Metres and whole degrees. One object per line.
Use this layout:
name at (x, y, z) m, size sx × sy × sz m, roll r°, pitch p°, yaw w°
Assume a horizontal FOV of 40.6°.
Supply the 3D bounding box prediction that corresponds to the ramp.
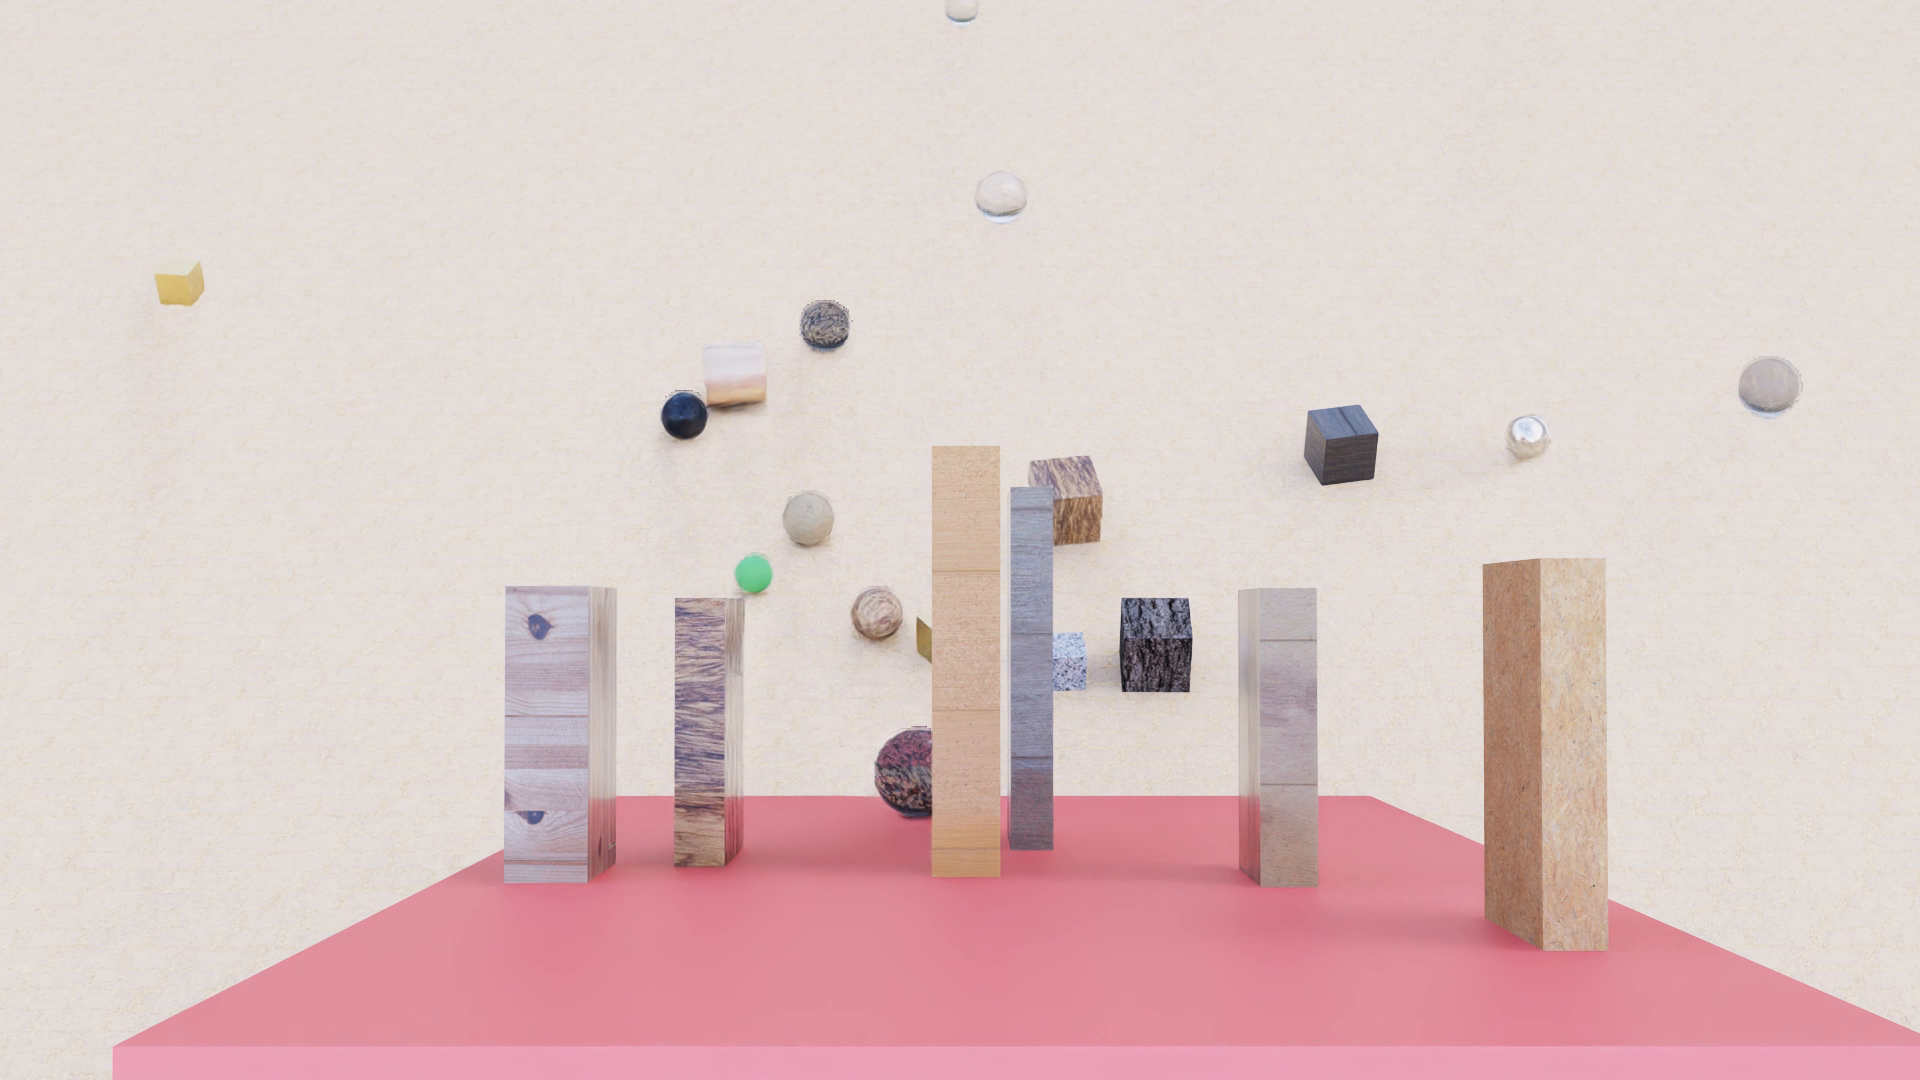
ramp at (0.077, 0.662, 4.825) m, size 2.000 × 0.100 × 4.000 m, roll 0°, pitch -2°, yaw 0°

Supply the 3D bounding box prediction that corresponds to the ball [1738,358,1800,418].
ball at (2.639, -0.496, 8.477) m, size 0.195 × 0.195 × 0.195 m, roll 0°, pitch 35°, yaw 0°

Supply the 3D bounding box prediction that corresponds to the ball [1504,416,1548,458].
ball at (1.807, -0.328, 8.286) m, size 0.138 × 0.138 × 0.138 m, roll 0°, pitch 35°, yaw 0°

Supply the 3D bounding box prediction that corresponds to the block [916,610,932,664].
block at (-0.035, 0.277, 7.423) m, size 0.128 × 0.128 × 0.128 m, roll -21°, pitch 40°, yaw -27°

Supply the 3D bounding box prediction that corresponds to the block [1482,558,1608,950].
block at (0.863, 0.307, 3.851) m, size 0.092 × 0.550 × 0.406 m, roll 0°, pitch -2°, yaw 0°

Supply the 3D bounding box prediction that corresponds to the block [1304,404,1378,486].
block at (1.205, -0.301, 8.215) m, size 0.173 × 0.173 × 0.173 m, roll -7°, pitch 35°, yaw -11°

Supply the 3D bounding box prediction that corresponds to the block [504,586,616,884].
block at (-0.730, 0.348, 4.771) m, size 0.147 × 0.523 × 0.378 m, roll 0°, pitch -2°, yaw 0°

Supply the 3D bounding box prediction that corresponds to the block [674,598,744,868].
block at (-0.488, 0.367, 5.084) m, size 0.094 × 0.504 × 0.429 m, roll 0°, pitch -2°, yaw 0°

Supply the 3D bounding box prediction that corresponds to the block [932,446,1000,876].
block at (0.011, 0.224, 4.871) m, size 0.124 × 0.778 × 0.359 m, roll 0°, pitch -2°, yaw 0°

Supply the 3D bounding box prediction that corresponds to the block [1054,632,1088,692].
block at (0.293, 0.344, 7.336) m, size 0.117 × 0.117 × 0.117 m, roll -2°, pitch 35°, yaw -3°

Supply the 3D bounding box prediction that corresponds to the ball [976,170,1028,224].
ball at (0.152, -1.264, 9.584) m, size 0.194 × 0.194 × 0.194 m, roll 0°, pitch 35°, yaw 0°

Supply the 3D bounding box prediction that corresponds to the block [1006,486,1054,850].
block at (0.145, 0.264, 5.424) m, size 0.086 × 0.731 × 0.396 m, roll 0°, pitch -2°, yaw 0°

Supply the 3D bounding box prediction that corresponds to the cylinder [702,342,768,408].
cylinder at (-0.740, -0.542, 8.536) m, size 0.198 × 0.198 × 0.198 m, roll -5°, pitch 35°, yaw -6°

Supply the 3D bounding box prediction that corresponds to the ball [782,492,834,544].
ball at (-0.460, -0.065, 7.889) m, size 0.158 × 0.158 × 0.158 m, roll 0°, pitch 35°, yaw 0°

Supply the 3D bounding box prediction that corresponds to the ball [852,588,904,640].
ball at (-0.239, 0.213, 7.494) m, size 0.151 × 0.151 × 0.151 m, roll 0°, pitch 35°, yaw 0°

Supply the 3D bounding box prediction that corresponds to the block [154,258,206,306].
block at (-2.744, -0.909, 9.138) m, size 0.120 × 0.120 × 0.120 m, roll 5°, pitch 35°, yaw 8°

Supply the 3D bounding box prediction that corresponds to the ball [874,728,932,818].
ball at (-0.099, 0.546, 6.085) m, size 0.207 × 0.207 × 0.207 m, roll 0°, pitch 35°, yaw 0°

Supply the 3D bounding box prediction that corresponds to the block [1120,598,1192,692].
block at (0.552, 0.296, 7.341) m, size 0.190 × 0.190 × 0.190 m, roll 0°, pitch 35°, yaw 0°

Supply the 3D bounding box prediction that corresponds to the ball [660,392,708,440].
ball at (-0.889, -0.400, 8.376) m, size 0.152 × 0.152 × 0.152 m, roll 0°, pitch 35°, yaw 0°

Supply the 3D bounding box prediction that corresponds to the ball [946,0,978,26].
ball at (0.008, -2.260, 11.061) m, size 0.144 × 0.144 × 0.144 m, roll 0°, pitch 35°, yaw 0°

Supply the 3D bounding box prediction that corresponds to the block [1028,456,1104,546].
block at (0.320, -0.117, 7.921) m, size 0.188 × 0.188 × 0.188 m, roll -6°, pitch 42°, yaw -9°

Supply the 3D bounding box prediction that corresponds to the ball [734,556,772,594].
ball at (-0.610, 0.101, 7.690) m, size 0.112 × 0.112 × 0.112 m, roll 0°, pitch 35°, yaw 0°

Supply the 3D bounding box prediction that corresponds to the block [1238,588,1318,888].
block at (0.571, 0.348, 4.684) m, size 0.100 × 0.518 × 0.346 m, roll 0°, pitch -2°, yaw 0°

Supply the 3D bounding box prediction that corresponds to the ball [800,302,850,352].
ball at (-0.459, -0.724, 8.827) m, size 0.169 × 0.169 × 0.169 m, roll 0°, pitch 35°, yaw 0°
